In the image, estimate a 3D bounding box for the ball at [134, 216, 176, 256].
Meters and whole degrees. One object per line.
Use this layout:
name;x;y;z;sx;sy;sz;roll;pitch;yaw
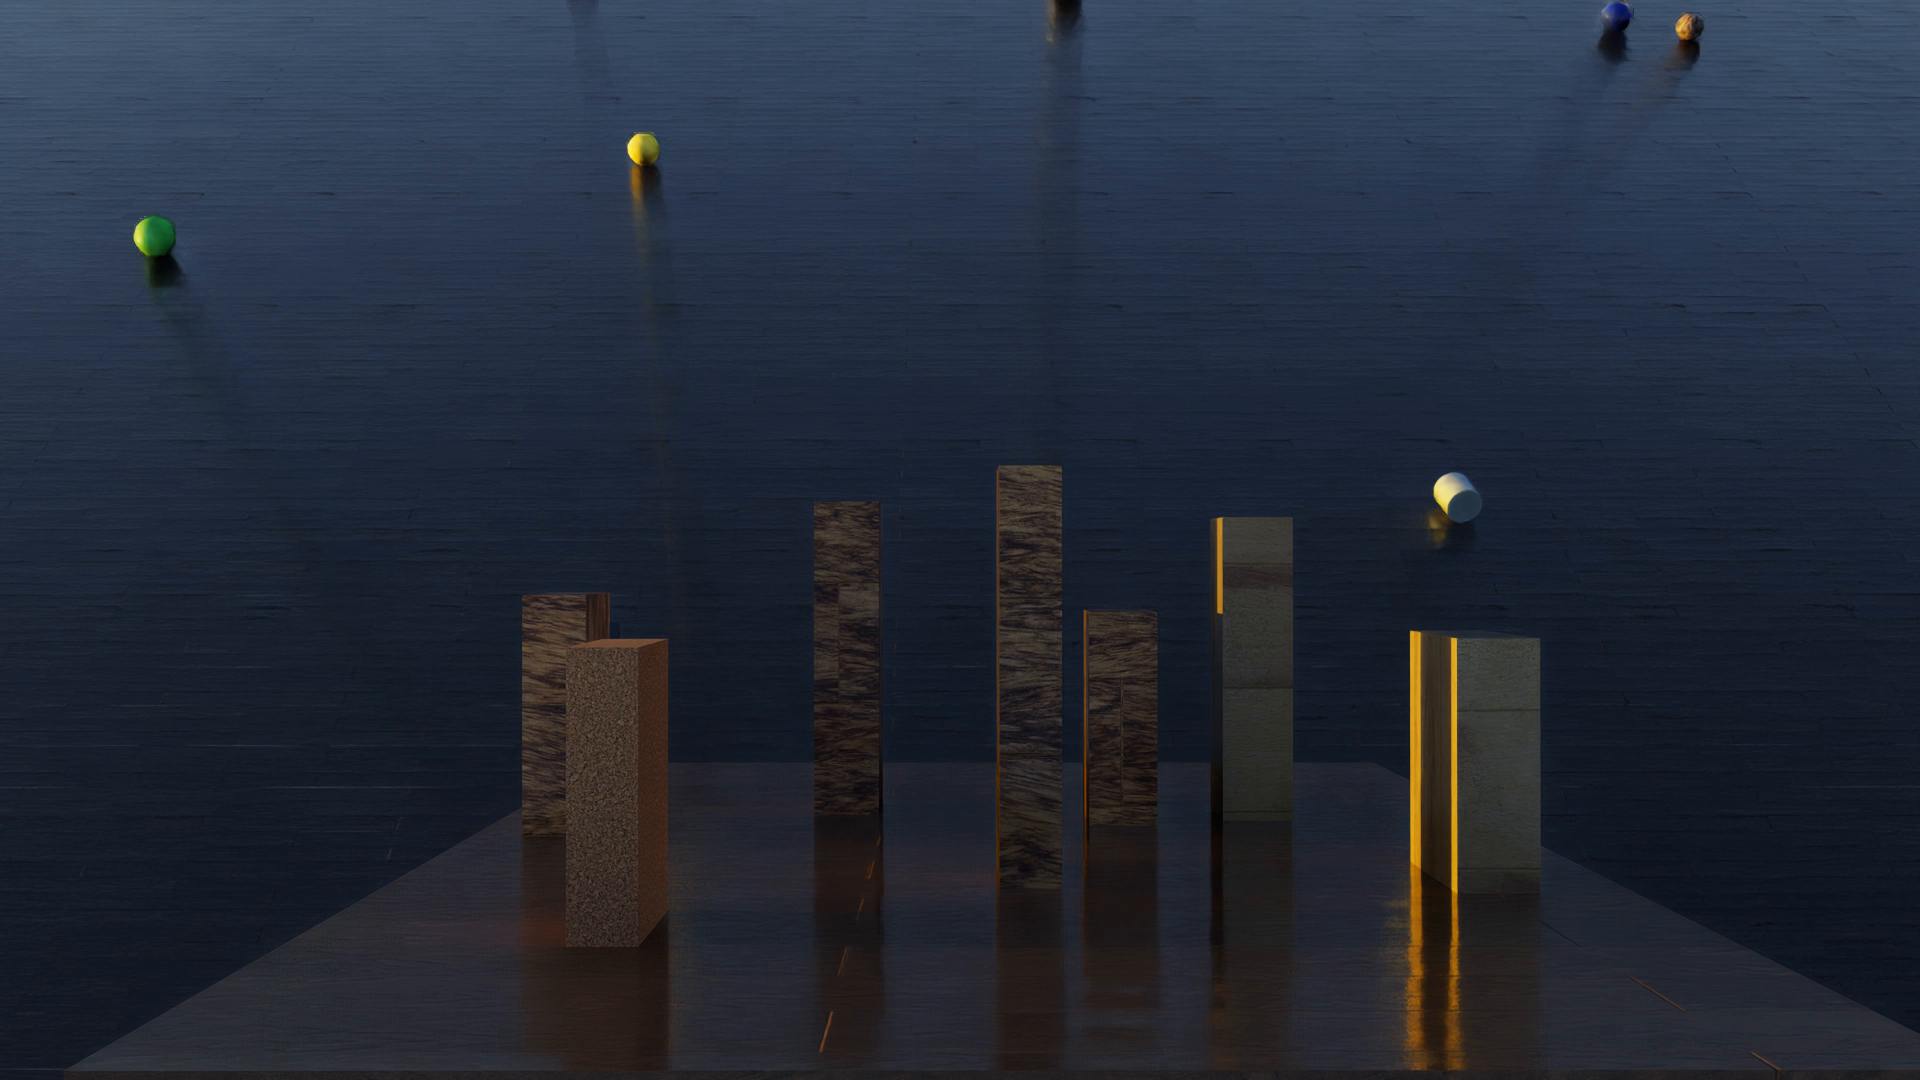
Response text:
ball;-2.961;-1.116;9.525;0.148;0.148;0.148;0;31;0

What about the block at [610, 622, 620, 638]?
block;-1.008;0.334;7.103;0.154;0.154;0.154;-3;31;-5

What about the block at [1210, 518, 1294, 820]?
block;0.600;0.261;5.346;0.142;0.611;0.250;0;0;0

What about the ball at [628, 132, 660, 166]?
ball;-1.254;-1.550;10.268;0.128;0.128;0.128;0;31;0

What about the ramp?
ramp;0.069;0.612;4.685;2.000;0.100;4.000;0;0;0

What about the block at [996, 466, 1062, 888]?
block;0.113;0.221;4.291;0.101;0.679;0.276;0;0;0

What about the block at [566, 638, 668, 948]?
block;-0.489;0.352;3.718;0.099;0.409;0.365;0;0;0

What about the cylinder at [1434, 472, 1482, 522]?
cylinder;1.521;-0.130;7.915;0.114;0.114;0.114;-6;32;-10

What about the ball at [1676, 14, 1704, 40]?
ball;3.239;-2.276;11.487;0.119;0.119;0.119;0;31;0

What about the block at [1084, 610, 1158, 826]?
block;0.323;0.355;5.248;0.135;0.422;0.249;0;0;0

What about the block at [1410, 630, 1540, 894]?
block;0.851;0.358;4.301;0.132;0.403;0.423;0;0;0

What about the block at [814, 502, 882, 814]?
block;-0.234;0.244;5.480;0.134;0.646;0.274;0;0;0

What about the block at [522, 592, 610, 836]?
block;-0.774;0.336;5.103;0.121;0.459;0.339;0;0;0

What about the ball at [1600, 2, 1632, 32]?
ball;2.936;-2.341;11.581;0.134;0.134;0.134;0;31;0
